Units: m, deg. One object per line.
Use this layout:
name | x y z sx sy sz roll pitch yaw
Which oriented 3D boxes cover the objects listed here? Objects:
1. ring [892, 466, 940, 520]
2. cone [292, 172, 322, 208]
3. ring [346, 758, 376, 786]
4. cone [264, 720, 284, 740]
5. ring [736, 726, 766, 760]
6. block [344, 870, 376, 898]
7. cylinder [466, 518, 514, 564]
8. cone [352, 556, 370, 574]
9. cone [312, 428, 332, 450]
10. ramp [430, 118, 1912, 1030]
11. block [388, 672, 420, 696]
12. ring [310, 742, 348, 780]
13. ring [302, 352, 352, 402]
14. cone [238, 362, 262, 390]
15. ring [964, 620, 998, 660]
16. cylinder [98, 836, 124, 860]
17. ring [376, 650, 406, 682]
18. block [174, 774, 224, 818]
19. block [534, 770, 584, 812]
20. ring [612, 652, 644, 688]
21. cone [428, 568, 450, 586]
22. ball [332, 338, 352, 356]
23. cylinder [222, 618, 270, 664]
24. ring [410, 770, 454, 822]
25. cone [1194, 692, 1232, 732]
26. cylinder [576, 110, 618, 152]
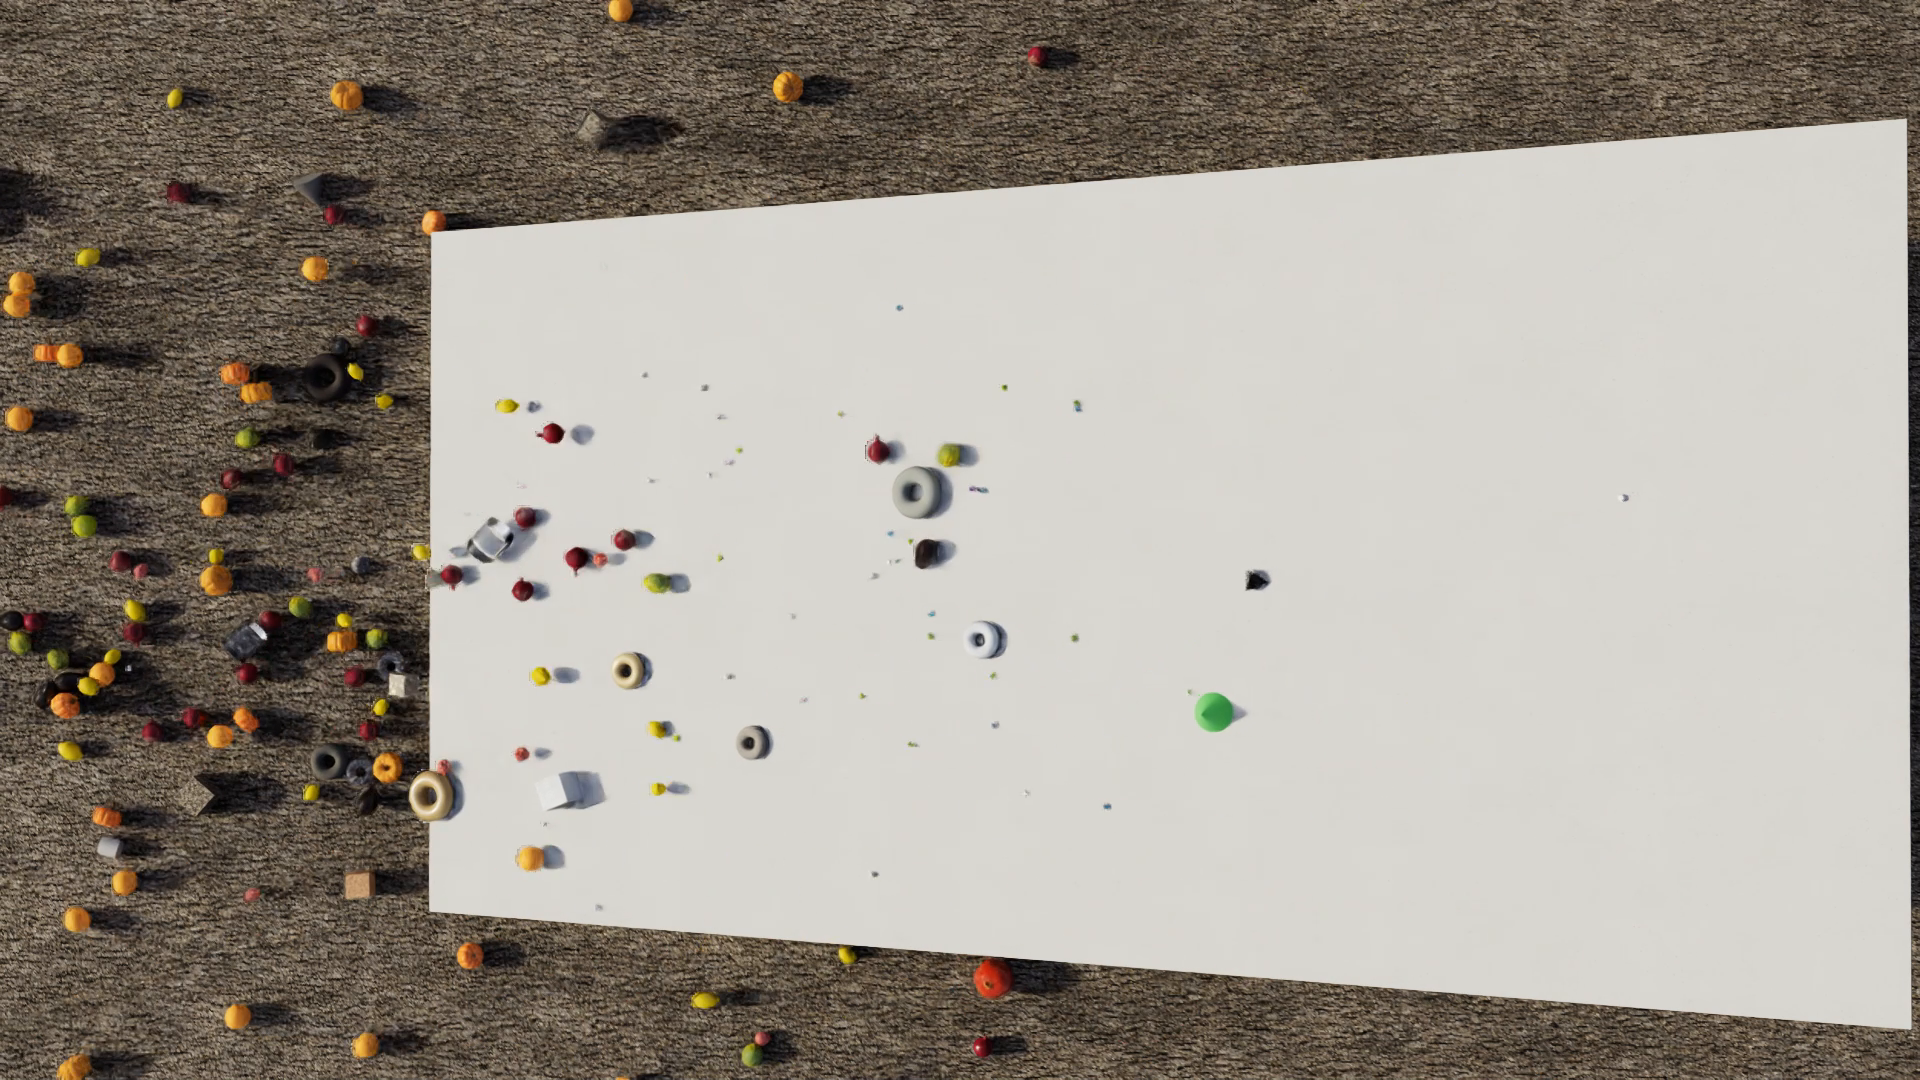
ring | -0.115 -0.125 5.802 0.140 0.047 0.140 -1 88 26
cone | -1.931 -1.033 6.562 0.095 0.095 0.095 -18 116 0
ring | -1.785 0.692 6.548 0.087 0.029 0.087 0 89 -2
cone | -2.034 0.574 6.551 0.057 0.057 0.057 -34 116 0
ring | -0.570 0.555 6.008 0.093 0.031 0.093 0 91 24
block | -1.778 1.021 6.523 0.071 0.071 0.071 -4 89 0
cylinder | -1.353 0.003 6.333 0.095 0.095 0.095 -43 89 18
cone | -1.791 0.075 6.543 0.054 0.054 0.054 0 89 0
cone | -1.919 -0.316 6.560 0.065 0.065 0.065 -48 63 -1
ramp | 0.283 0.083 5.700 4.000 0.100 2.000 0 89 24
block | -1.639 0.427 6.489 0.061 0.061 0.061 6 93 33
ring | -1.878 0.659 6.545 0.110 0.037 0.110 0 90 -1
ring | -1.886 -0.483 6.552 0.148 0.049 0.148 0 90 -1
cone | -2.104 -0.478 6.558 0.075 0.075 0.075 -17 114 0
ring | 0.054 0.260 5.728 0.100 0.033 0.100 -1 88 25
cylinder | -2.522 0.914 6.532 0.056 0.056 0.056 18 89 -4
ring | -1.693 0.375 6.545 0.095 0.032 0.095 0 88 12
block | -2.256 0.756 6.519 0.086 0.086 0.086 42 89 0
block | -1.134 0.711 6.232 0.085 0.085 0.085 -24 80 22
ring | -0.933 0.366 6.173 0.104 0.035 0.104 0 90 23
cone | -1.519 0.117 6.438 0.061 0.061 0.061 16 89 -11
ball | -1.838 -0.573 6.538 0.057 0.057 0.057 0 89 0
cylinder | -2.118 0.299 6.520 0.094 0.094 0.094 -41 89 0
ring | -1.547 0.750 6.438 0.149 0.050 0.149 0 90 23
cone | 0.612 0.429 5.437 0.099 0.099 0.099 0 89 24
cylinder | -1.078 -1.216 6.532 0.089 0.089 0.089 34 95 0
